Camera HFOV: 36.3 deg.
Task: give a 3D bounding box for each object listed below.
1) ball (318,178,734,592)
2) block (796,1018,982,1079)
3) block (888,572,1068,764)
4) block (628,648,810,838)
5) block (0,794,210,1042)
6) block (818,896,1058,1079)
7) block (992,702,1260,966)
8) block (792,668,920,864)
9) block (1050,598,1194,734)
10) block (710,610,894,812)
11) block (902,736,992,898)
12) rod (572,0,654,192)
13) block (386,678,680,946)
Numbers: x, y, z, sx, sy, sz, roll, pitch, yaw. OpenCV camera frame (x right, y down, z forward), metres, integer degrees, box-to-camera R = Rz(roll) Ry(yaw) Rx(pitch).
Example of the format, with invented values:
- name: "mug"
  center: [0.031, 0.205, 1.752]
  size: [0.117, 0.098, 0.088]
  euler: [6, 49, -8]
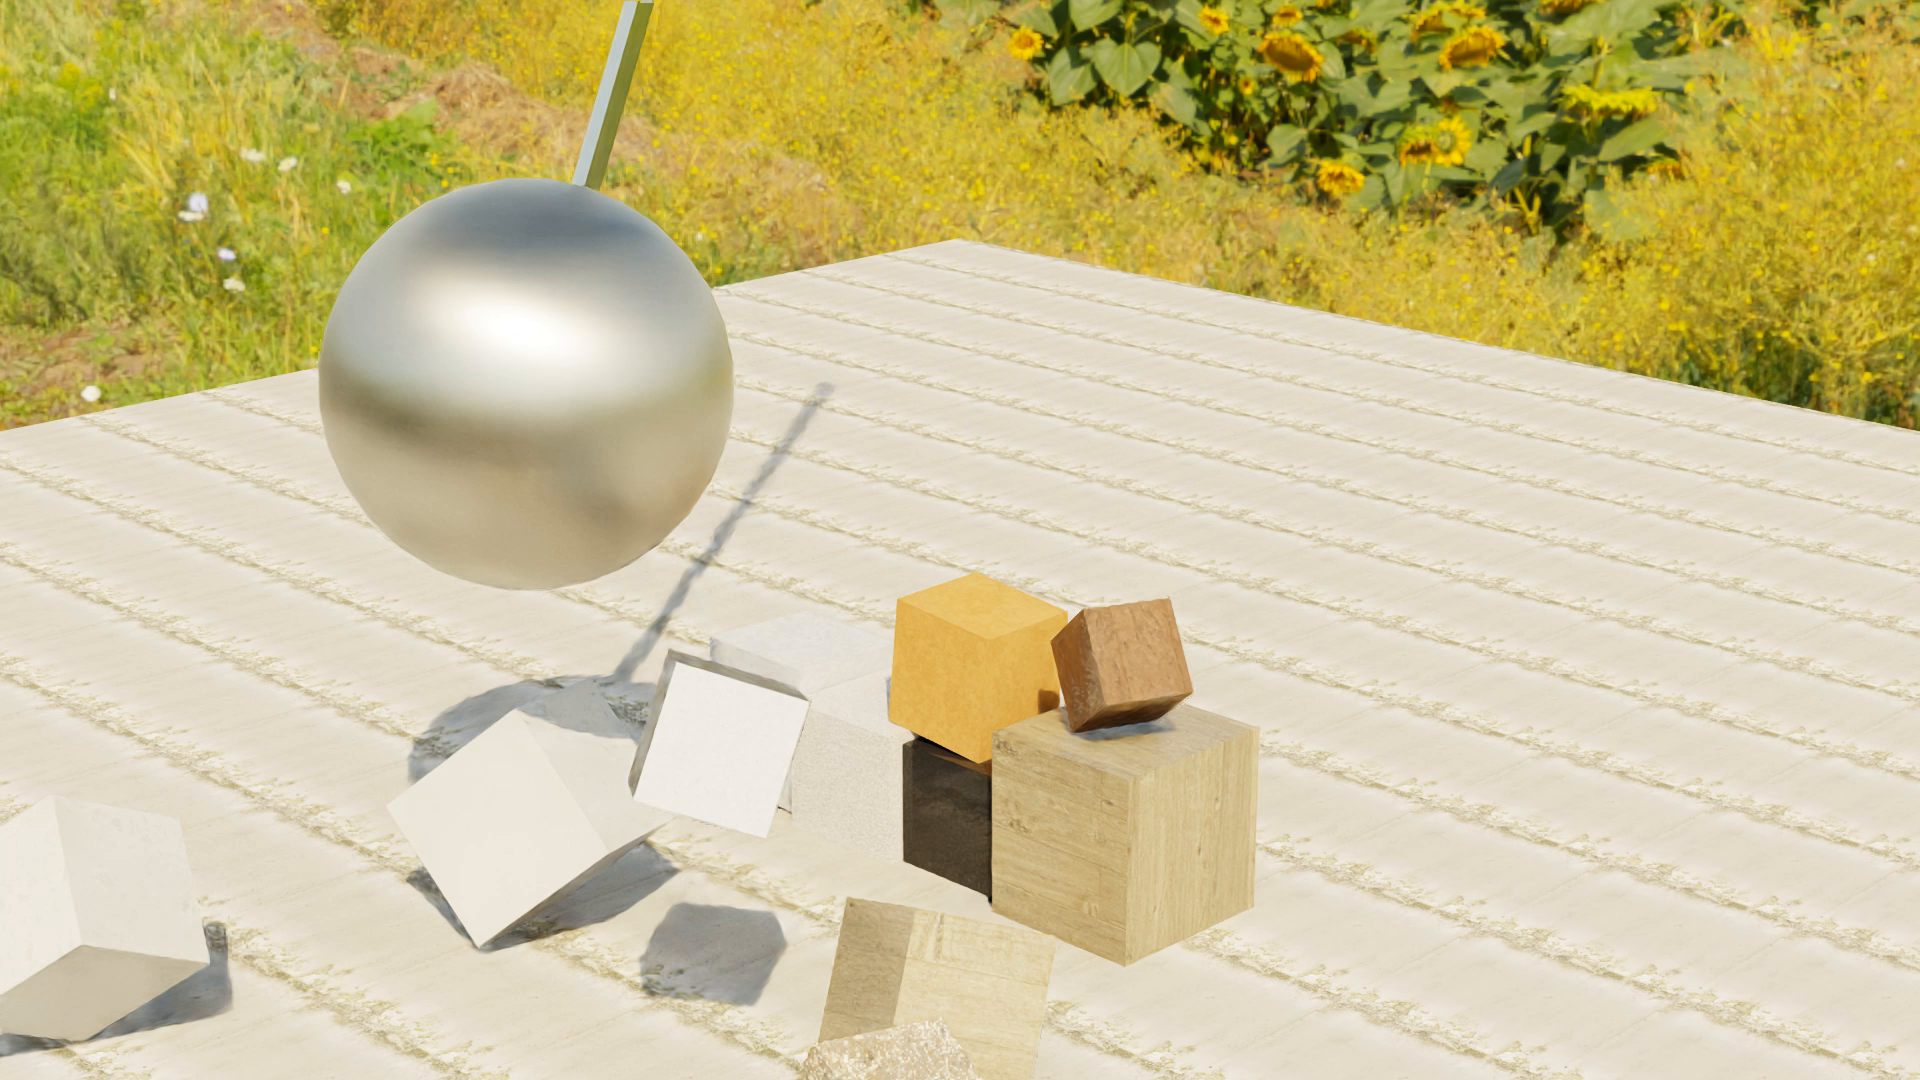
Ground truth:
- name: "ball"
  center: [-1.678, -0.601, 11.394]
  size: [1.600, 1.600, 1.600]
  euler: [0, 17, 0]
- name: "block"
  center: [-0.273, 2.076, 10.160]
  size: [0.550, 0.601, 0.473]
  euler: [-4, 43, -38]
- name: "block"
  center: [0.080, 0.578, 13.437]
  size: [0.574, 0.610, 0.528]
  euler: [23, 28, 38]
- name: "block"
  center: [-0.869, 0.720, 10.465]
  size: [0.486, 0.503, 0.452]
  euler: [17, 1, -10]
- name: "block"
  center: [-3.514, 1.499, 11.548]
  size: [0.738, 0.638, 0.659]
  euler: [-31, -28, 22]
- name: "block"
  center: [-0.096, 1.741, 11.187]
  size: [0.592, 0.617, 0.694]
  euler: [15, -9, -22]
- name: "block"
  center: [0.727, 1.240, 12.967]
  size: [0.798, 0.858, 0.862]
  euler: [17, 24, 42]
- name: "block"
  center: [-0.280, 1.047, 13.961]
  size: [0.798, 0.632, 0.677]
  euler: [-17, 24, -42]
- name: "block"
  center: [0.694, 0.543, 12.655]
  size: [0.404, 0.427, 0.453]
  euler: [-7, -17, -20]
- name: "block"
  center: [-0.772, 0.841, 14.421]
  size: [0.614, 0.738, 0.687]
  euler: [-15, 23, -41]
- name: "block"
  center: [0.205, 1.212, 13.512]
  size: [0.659, 0.585, 0.666]
  euler: [-17, 24, -42]
- name: "rod"
  center: [-0.727, -3.865, 11.365]
  size: [0.080, 5.200, 0.080]
  euler: [17, 1, 42]
- name: "block"
  center: [-1.843, 1.171, 12.708]
  size: [0.806, 0.725, 0.658]
  euler: [-36, -5, 23]
